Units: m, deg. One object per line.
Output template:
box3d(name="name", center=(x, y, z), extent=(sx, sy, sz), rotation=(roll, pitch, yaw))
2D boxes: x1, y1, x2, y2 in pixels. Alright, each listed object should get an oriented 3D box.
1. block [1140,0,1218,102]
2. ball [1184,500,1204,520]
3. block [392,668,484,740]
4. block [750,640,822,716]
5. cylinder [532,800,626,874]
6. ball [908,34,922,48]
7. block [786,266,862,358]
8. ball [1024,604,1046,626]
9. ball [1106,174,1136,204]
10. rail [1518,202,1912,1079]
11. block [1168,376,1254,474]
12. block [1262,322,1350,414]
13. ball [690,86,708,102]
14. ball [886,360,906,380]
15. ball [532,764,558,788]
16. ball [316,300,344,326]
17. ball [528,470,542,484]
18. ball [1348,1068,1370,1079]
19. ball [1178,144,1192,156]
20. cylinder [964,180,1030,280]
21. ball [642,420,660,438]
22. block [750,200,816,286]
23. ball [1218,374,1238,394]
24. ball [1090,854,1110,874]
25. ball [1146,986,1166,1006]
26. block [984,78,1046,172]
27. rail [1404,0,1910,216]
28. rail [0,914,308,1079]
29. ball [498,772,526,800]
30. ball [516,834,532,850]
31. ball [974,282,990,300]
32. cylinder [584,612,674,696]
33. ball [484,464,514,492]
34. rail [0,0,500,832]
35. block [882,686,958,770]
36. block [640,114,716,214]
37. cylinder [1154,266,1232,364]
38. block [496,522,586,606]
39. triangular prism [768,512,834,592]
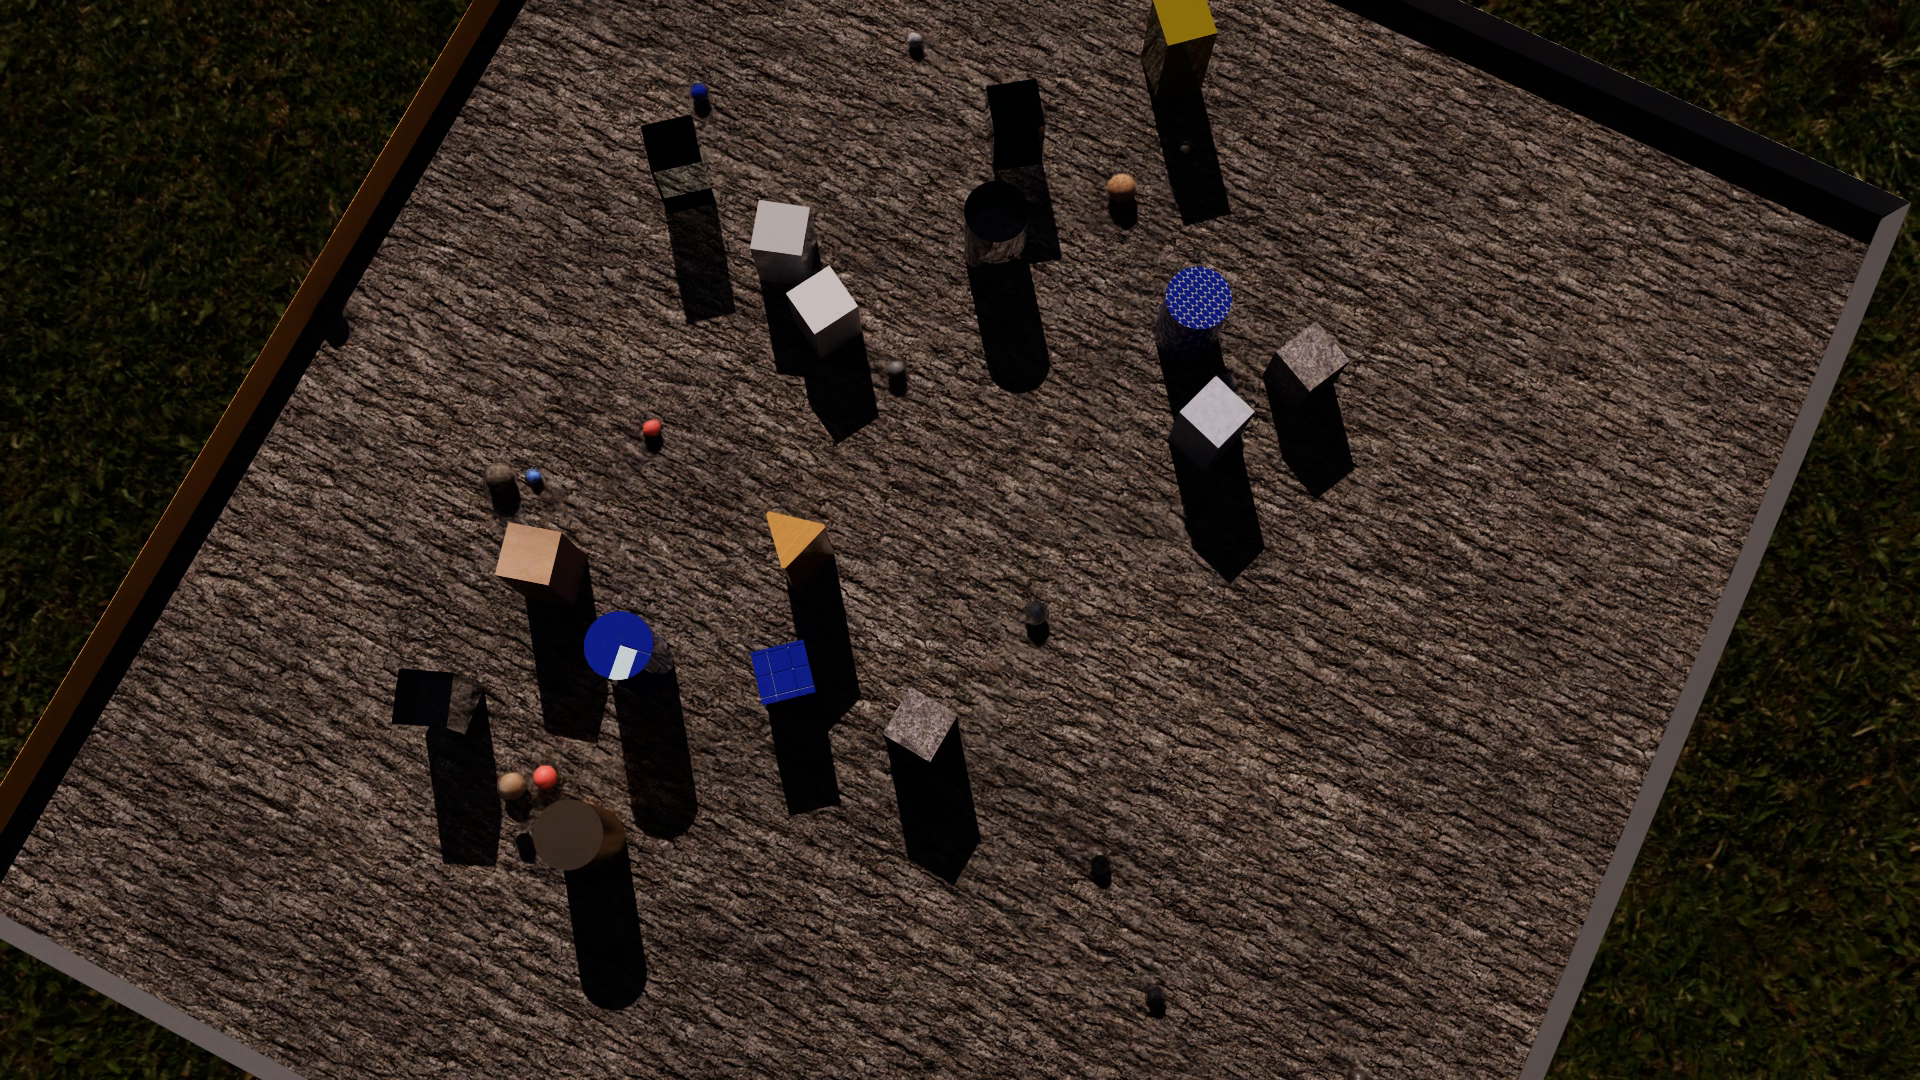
box3d(name="block", center=(0.682, -1.549, 5.742), extent=(0.157, 0.383, 0.157), rotation=(-15, 79, -3))
box3d(name="ball", center=(0.715, -0.091, 5.602), extent=(0.065, 0.065, 0.065), rotation=(0, 78, 0))
box3d(name="block", center=(-1.519, 0.481, 5.345), extent=(0.157, 0.337, 0.157), rotation=(4, 78, 1))
box3d(name="block", center=(-0.509, 0.407, 5.395), extent=(0.157, 0.269, 0.157), rotation=(-14, 79, -3))
box3d(name="cylinder", center=(-1.089, 0.854, 5.261), extent=(0.196, 0.351, 0.196), rotation=(0, 78, 0))
box3d(name="ball", center=(-0.145, -1.614, 5.926), extent=(0.047, 0.047, 0.047), rotation=(0, 78, 0))
box3d(name="block", center=(-0.415, -0.698, 5.635), extent=(0.157, 0.248, 0.157), rotation=(-34, 80, -7))
box3d(name="ball", center=(0.228, 0.226, 5.535), extent=(0.068, 0.068, 0.068), rotation=(0, 78, 0))
box3d(name="ball", center=(0.511, -1.112, 5.800), extent=(0.092, 0.092, 0.092), rotation=(0, 78, 0))
box3d(name="rail", center=(1.922, 0.948, 5.354), extent=(0.045, 0.127, 4.558), rotation=(26, 80, 5))
box3d(name="block", center=(0.755, -0.345, 5.529), extent=(0.157, 0.311, 0.157), rotation=(44, 82, 8))
box3d(name="block", center=(1.055, -0.525, 5.600), extent=(0.157, 0.245, 0.157), rotation=(-37, 81, -7))
box3d(name="ball", center=(-0.836, -1.432, 5.885), extent=(0.055, 0.055, 0.055), rotation=(0, 78, 0))
box3d(name="ball", center=(-0.199, -0.527, 5.694), extent=(0.061, 0.061, 0.061), rotation=(0, 78, 0))
box3d(name="ball", center=(-1.230, 0.702, 5.435), extent=(0.070, 0.070, 0.070), rotation=(0, 78, 0))
box3d(name="ball", center=(-1.968, -0.708, 5.722), extent=(0.080, 0.080, 0.080), rotation=(0, 78, 0))
box3d(name="ball", center=(-1.309, -0.194, 5.636), extent=(0.041, 0.041, 0.041), rotation=(0, 78, 0))
box3d(name="ball", center=(1.145, 1.551, 5.264), extent=(0.061, 0.061, 0.061), rotation=(0, 78, 0))
box3d(name="ball", center=(0.719, -1.246, 5.853), extent=(0.042, 0.042, 0.042), rotation=(0, 78, 0))
box3d(name="cylinder", center=(0.110, -0.949, 5.643), extent=(0.196, 0.332, 0.196), rotation=(0, 78, 0))
box3d(name="ball", center=(-0.953, -0.342, 5.660), extent=(0.054, 0.054, 0.054), rotation=(0, 78, 0))
box3d(name="block", center=(-0.543, -0.914, 5.665), extent=(0.157, 0.276, 0.157), rotation=(8, 78, 2))
box3d(name="ball", center=(0.821, -0.477, 5.675), extent=(0.078, 0.078, 0.078), rotation=(0, 78, 0))
box3d(name="ball", center=(0.413, 0.954, 5.390), extent=(0.057, 0.057, 0.057), rotation=(0, 78, 0))
box3d(name="ball", center=(0.568, 1.322, 5.316), extent=(0.053, 0.053, 0.053), rotation=(0, 78, 0))
box3d(name="block", center=(0.170, -1.297, 5.738), extent=(0.157, 0.287, 0.157), rotation=(-9, 78, -2))
box3d(name="rail", center=(1.009, -1.969, 5.958), extent=(4.344, 0.127, 0.045), rotation=(26, 80, 5))
box3d(name="rail", center=(-1.009, 1.982, 5.140), extent=(4.344, 0.127, 0.045), rotation=(26, 80, 5))
box3d(name="ball", center=(-1.324, 0.729, 5.425), extent=(0.081, 0.081, 0.081), rotation=(0, 78, 0))
box3d(name="ball", center=(-1.286, 0.890, 5.407), extent=(0.050, 0.050, 0.050), rotation=(0, 78, 0))
box3d(name="ball", center=(0.070, -0.781, 5.752), extent=(0.052, 0.052, 0.052), rotation=(0, 78, 0))
box3d(name="cylinder", center=(-0.963, 0.336, 5.352), extent=(0.196, 0.382, 0.196), rotation=(0, 78, 0))
box3d(name="ball", center=(-1.409, -0.188, 5.610), extent=(0.088, 0.088, 0.088), rotation=(0, 78, 0))
box3d(name="rail", center=(-1.922, -0.934, 5.744), extent=(0.045, 0.127, 4.558), rotation=(26, 80, 5))
box3d(name="block", center=(-0.113, 0.553, 5.347), extent=(0.157, 0.303, 0.157), rotation=(30, 80, 6))
box3d(name="block", center=(-0.871, -1.163, 5.690), extent=(0.157, 0.327, 0.157), rotation=(-13, 79, -3))
box3d(name="cylinder", center=(0.707, -0.683, 5.587), extent=(0.196, 0.334, 0.196), rotation=(0, 78, 0))
box3d(name="block", center=(-1.232, 0.076, 5.411), extent=(0.157, 0.371, 0.157), rotation=(11, 79, 2))
box3d(name="triangular prism", center=(-0.497, 0.011, 5.414), extent=(0.147, 0.393, 0.170), rotation=(43, 81, 8))
